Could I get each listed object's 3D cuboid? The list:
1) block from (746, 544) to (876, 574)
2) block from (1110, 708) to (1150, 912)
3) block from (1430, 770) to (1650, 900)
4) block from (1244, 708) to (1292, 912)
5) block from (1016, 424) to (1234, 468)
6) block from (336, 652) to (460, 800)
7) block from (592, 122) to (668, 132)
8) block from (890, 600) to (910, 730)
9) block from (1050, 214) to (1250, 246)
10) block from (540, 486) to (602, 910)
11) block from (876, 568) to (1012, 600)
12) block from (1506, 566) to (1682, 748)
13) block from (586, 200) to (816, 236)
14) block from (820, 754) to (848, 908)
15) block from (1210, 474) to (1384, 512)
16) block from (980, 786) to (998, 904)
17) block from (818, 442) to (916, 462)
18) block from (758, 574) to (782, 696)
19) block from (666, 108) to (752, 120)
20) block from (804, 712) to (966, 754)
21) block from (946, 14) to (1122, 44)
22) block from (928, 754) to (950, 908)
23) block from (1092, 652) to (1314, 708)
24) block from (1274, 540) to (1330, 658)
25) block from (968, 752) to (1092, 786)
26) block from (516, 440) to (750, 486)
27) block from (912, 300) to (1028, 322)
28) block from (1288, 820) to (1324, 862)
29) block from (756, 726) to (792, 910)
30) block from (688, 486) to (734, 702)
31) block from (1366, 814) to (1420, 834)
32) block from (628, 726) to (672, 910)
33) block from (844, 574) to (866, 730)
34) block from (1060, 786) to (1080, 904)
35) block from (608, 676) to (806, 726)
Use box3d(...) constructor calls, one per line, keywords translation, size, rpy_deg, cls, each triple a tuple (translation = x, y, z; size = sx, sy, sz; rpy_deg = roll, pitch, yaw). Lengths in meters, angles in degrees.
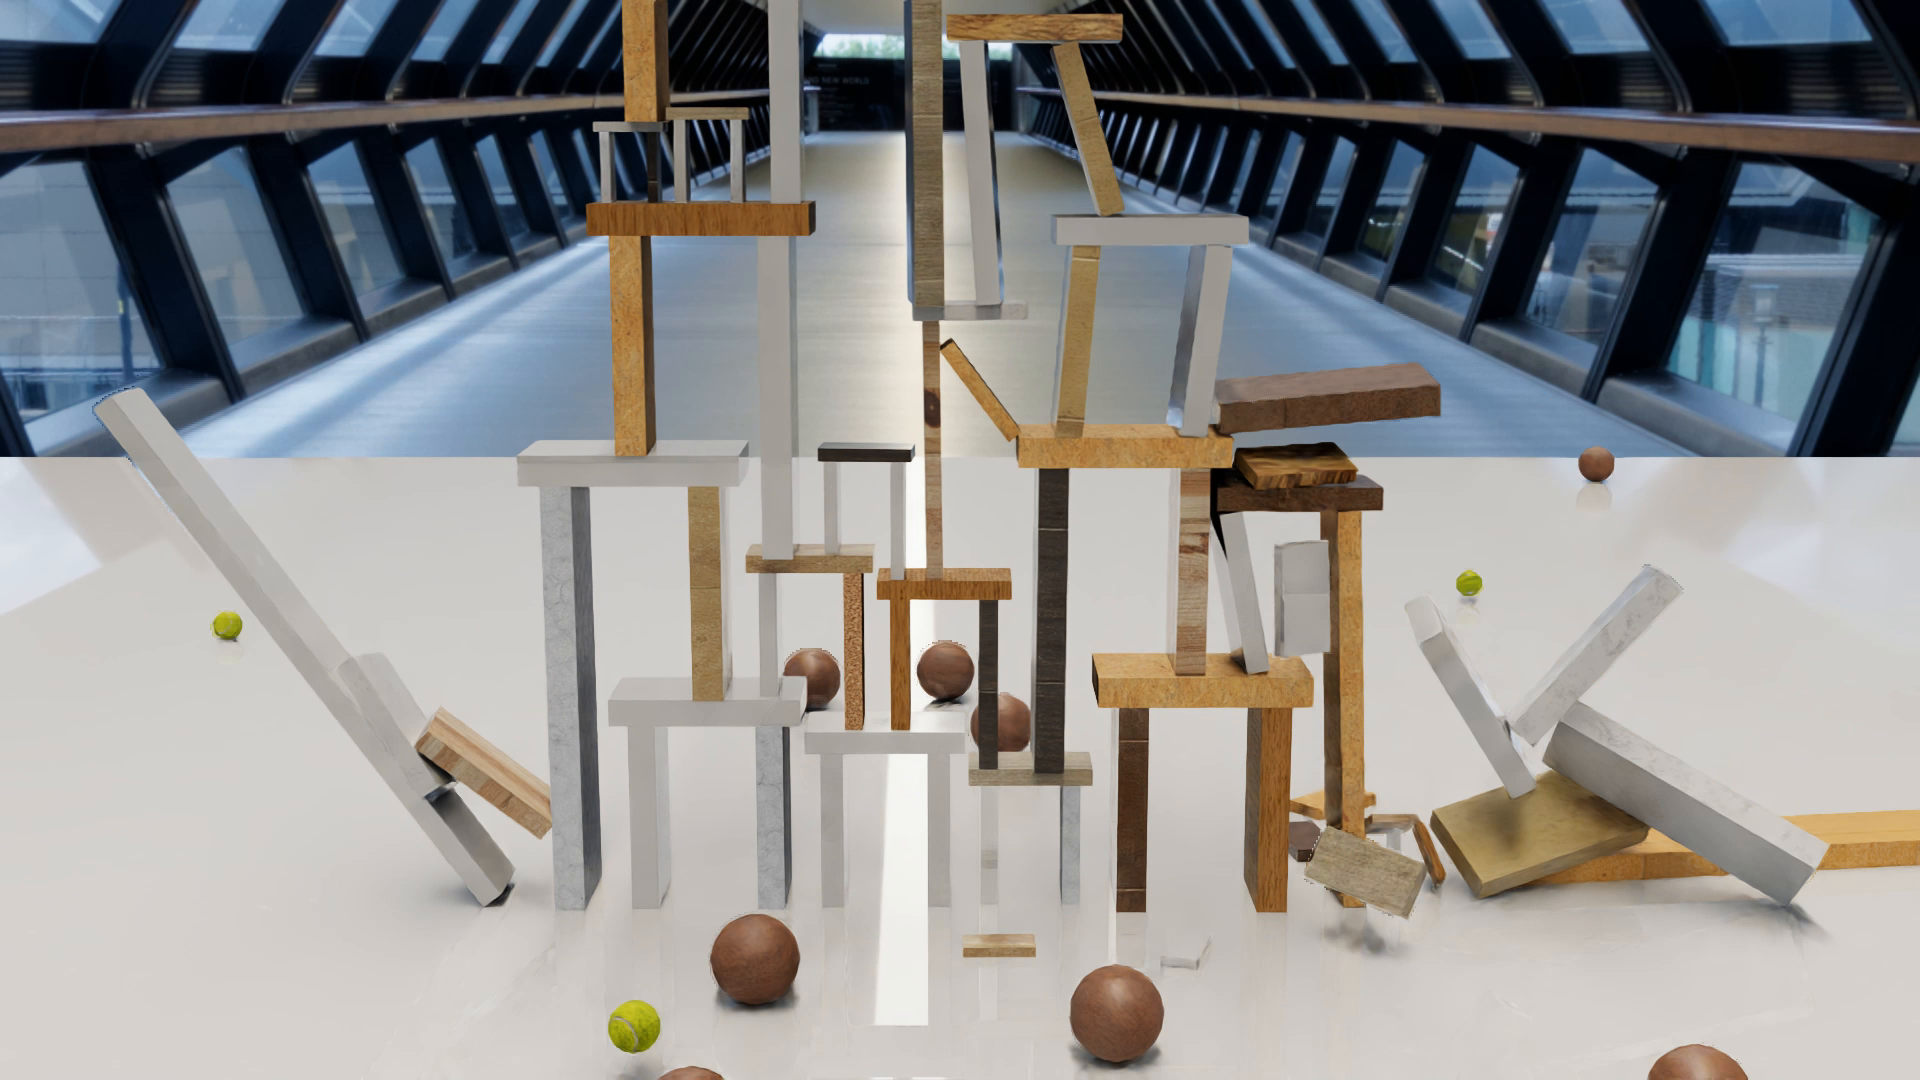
box3d(translation=(-0.241, 0.030, 3.563), size=(0.203, 0.029, 0.102), rpy_deg=(0, 11, 0), cls="block")
box3d(translation=(0.279, 0.422, 3.634), size=(0.049, 0.344, 0.172), rpy_deg=(0, 11, 0), cls="block")
box3d(translation=(0.979, 0.483, 3.718), size=(0.324, 0.046, 0.162), rpy_deg=(-16, 47, -15), cls="block")
box3d(translation=(0.508, 0.422, 3.634), size=(0.049, 0.344, 0.172), rpy_deg=(0, 11, 0), cls="block")
box3d(translation=(0.260, -0.152, 3.537), size=(0.337, 0.048, 0.168), rpy_deg=(0, 11, 0), cls="block")
box3d(translation=(-0.920, 0.303, 3.623), size=(0.036, 0.256, 0.128), rpy_deg=(-35, -4, 6), cls="block")
box3d(translation=(-0.516, -0.647, 3.444), size=(0.109, 0.015, 0.054), rpy_deg=(0, 11, 1), cls="block")
box3d(translation=(-0.097, 0.192, 3.595), size=(0.031, 0.216, 0.108), rpy_deg=(0, 11, 0), cls="block")
box3d(translation=(0.295, -0.490, 3.465), size=(0.298, 0.042, 0.149), rpy_deg=(0, 11, -1), cls="block")
box3d(translation=(-0.637, 0.244, 3.610), size=(0.049, 0.701, 0.174), rpy_deg=(0, 11, 0), cls="block")
box3d(translation=(-0.025, 0.071, 3.571), size=(0.216, 0.031, 0.108), rpy_deg=(0, 11, 0), cls="block")
box3d(translation=(1.043, 0.190, 3.635), size=(0.049, 0.346, 0.173), rpy_deg=(42, 8, 8), cls="block")
box3d(translation=(-0.404, -0.507, 3.465), size=(0.342, 0.048, 0.171), rpy_deg=(0, 11, 0), cls="block")
box3d(translation=(-0.208, 0.462, 3.645), size=(0.037, 0.260, 0.130), rpy_deg=(0, 11, 0), cls="block")
box3d(translation=(0.536, -0.076, 3.547), size=(0.265, 0.037, 0.132), rpy_deg=(0, 11, -3), cls="block")
box3d(translation=(0.048, 0.491, 3.649), size=(0.029, 0.203, 0.101), rpy_deg=(0, 11, 0), cls="block")
box3d(translation=(-0.149, -0.141, 3.527), size=(0.149, 0.021, 0.075), rpy_deg=(1, 11, 4), cls="block")
box3d(translation=(-0.308, 0.144, 3.584), size=(0.029, 0.203, 0.102), rpy_deg=(0, 11, 0), cls="block")
box3d(translation=(-0.391, -0.666, 3.433), size=(0.128, 0.018, 0.064), rpy_deg=(0, 11, 0), cls="block")
box3d(translation=(-0.121, 0.316, 3.617), size=(0.260, 0.037, 0.130), rpy_deg=(0, 11, 0), cls="block")
box3d(translation=(0.115, -0.793, 3.411), size=(0.268, 0.038, 0.134), rpy_deg=(0, 11, 2), cls="block")
box3d(translation=(-0.035, 0.462, 3.645), size=(0.037, 0.260, 0.130), rpy_deg=(0, 11, 0), cls="block")
box3d(translation=(0.393, 0.229, 3.598), size=(0.344, 0.049, 0.172), rpy_deg=(0, 11, 0), cls="block")
box3d(translation=(0.535, 0.091, 3.439), size=(0.088, 0.176, 0.025), rpy_deg=(-6, 8, -26), cls="block")
box3d(translation=(0.115, 0.377, 3.627), size=(0.202, 0.029, 0.101), rpy_deg=(0, 11, 0), cls="block")
box3d(translation=(-0.522, -0.124, 3.542), size=(0.348, 0.049, 0.174), rpy_deg=(0, 11, 0), cls="block")
box3d(translation=(0.015, -0.366, 3.495), size=(0.181, 0.026, 0.090), rpy_deg=(-1, 11, -3), cls="block")
box3d(translation=(0.612, 0.535, 3.907), size=(0.077, 0.022, 0.155), rpy_deg=(-2, 11, -10), cls="block")
box3d(translation=(-0.308, 0.438, 3.643), size=(0.044, 0.309, 0.154), rpy_deg=(0, 11, 0), cls="block")
box3d(translation=(-0.405, 0.071, 3.578), size=(0.049, 0.348, 0.174), rpy_deg=(0, 11, -1), cls="block")
box3d(translation=(0.725, 0.481, 3.728), size=(0.099, 0.014, 0.050), rpy_deg=(3, -32, -27), cls="block")
box3d(translation=(-0.514, 0.438, 3.643), size=(0.044, 0.309, 0.154), rpy_deg=(0, 11, 0), cls="block")
box3d(translation=(-0.172, 0.171, 3.589), size=(0.029, 0.259, 0.102), rpy_deg=(0, 11, 0), cls="block")
box3d(translation=(0.182, 0.491, 3.648), size=(0.029, 0.203, 0.101), rpy_deg=(0, 11, 0), cls="block")
box3d(translation=(-0.411, 0.265, 3.611), size=(0.309, 0.044, 0.154), rpy_deg=(0, 11, 0), cls="block")
